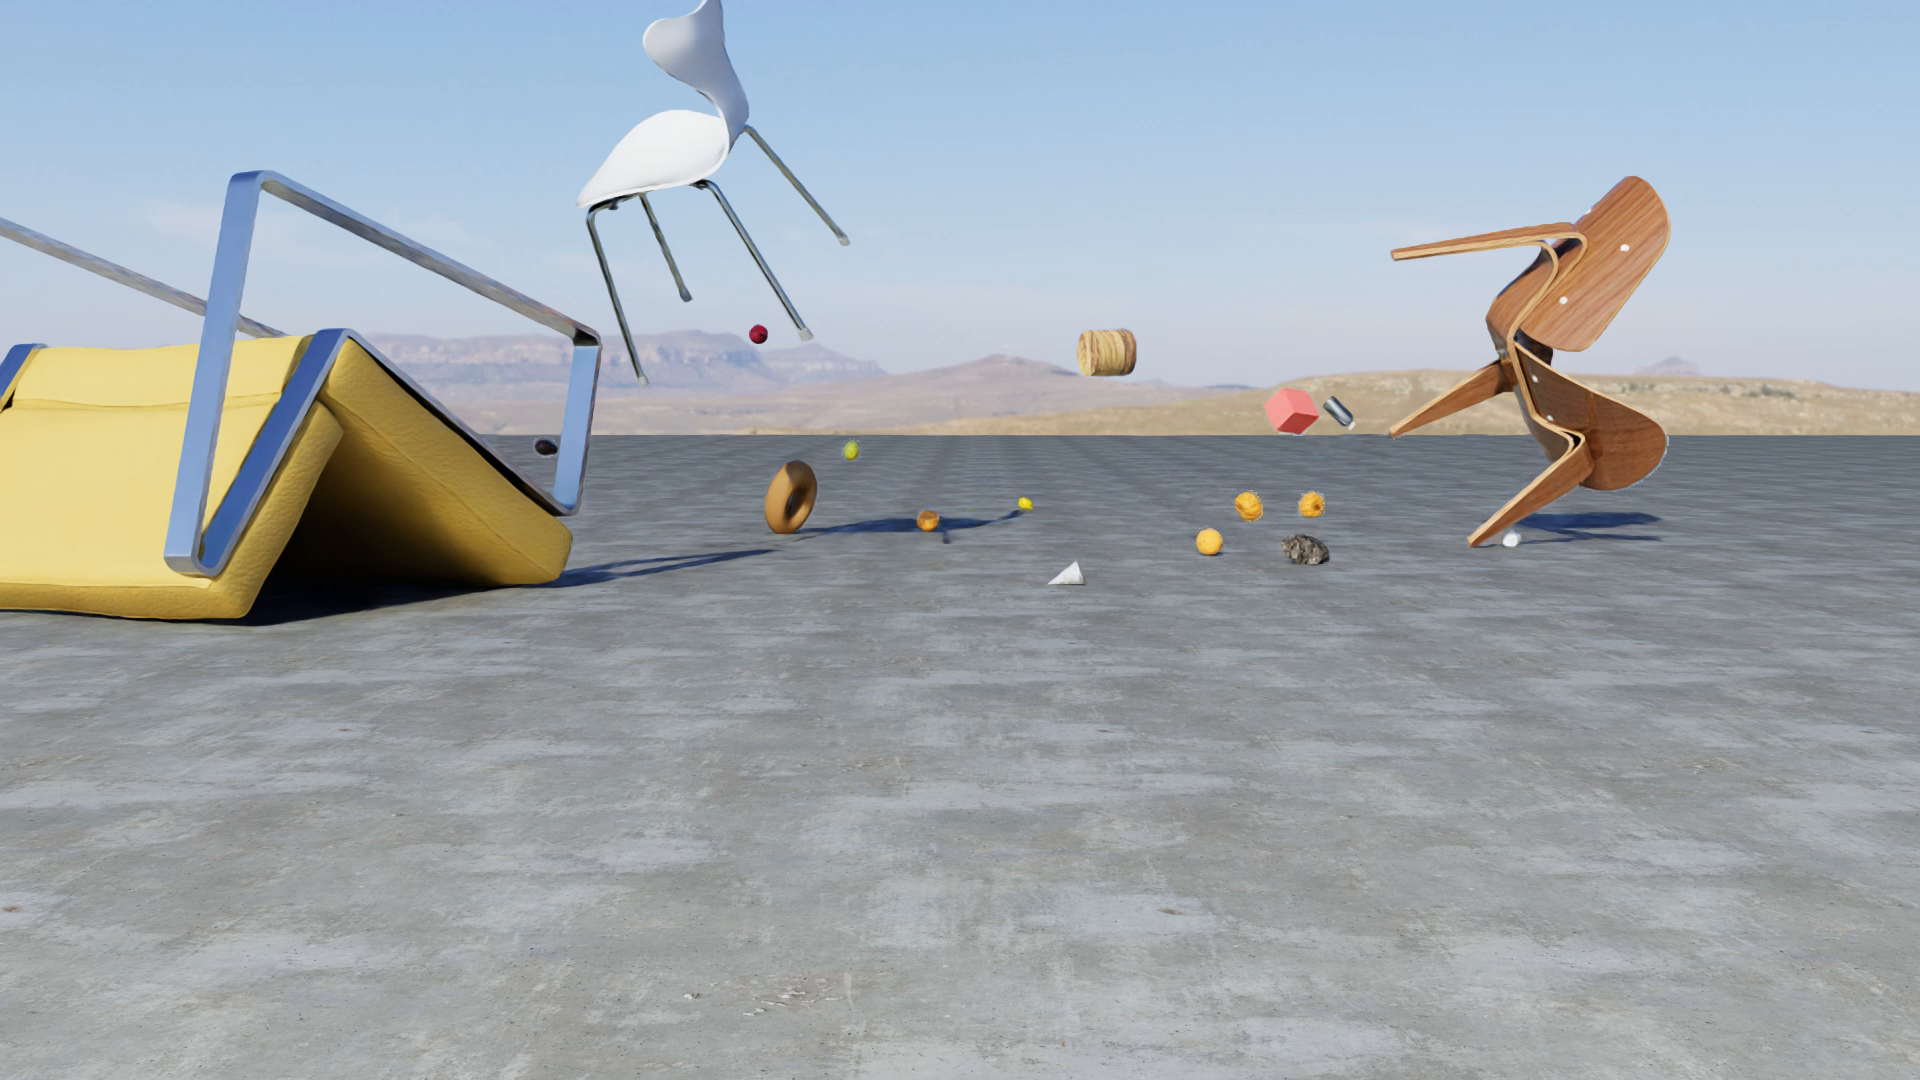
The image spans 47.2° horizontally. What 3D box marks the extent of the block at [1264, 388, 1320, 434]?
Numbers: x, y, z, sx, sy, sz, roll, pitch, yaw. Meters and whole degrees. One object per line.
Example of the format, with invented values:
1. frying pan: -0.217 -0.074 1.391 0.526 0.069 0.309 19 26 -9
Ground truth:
1. block: 0.874 -0.341 5.797 0.099 0.083 0.078 5 -38 -40

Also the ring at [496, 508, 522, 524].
1. ring: -1.500 -0.080 7.319 0.101 0.036 0.053 -11 25 19

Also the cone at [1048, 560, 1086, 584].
1. cone: 0.239 0.089 5.043 0.086 0.057 0.066 -19 -40 8

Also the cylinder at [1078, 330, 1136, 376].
1. cylinder: 0.382 -0.487 5.719 0.137 0.120 0.081 -5 9 -38

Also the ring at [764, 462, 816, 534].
1. ring: -0.524 -0.130 6.800 0.161 0.249 0.088 -6 33 -43

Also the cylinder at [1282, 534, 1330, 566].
1. cylinder: 0.887 0.025 5.648 0.116 0.062 0.061 28 16 25
